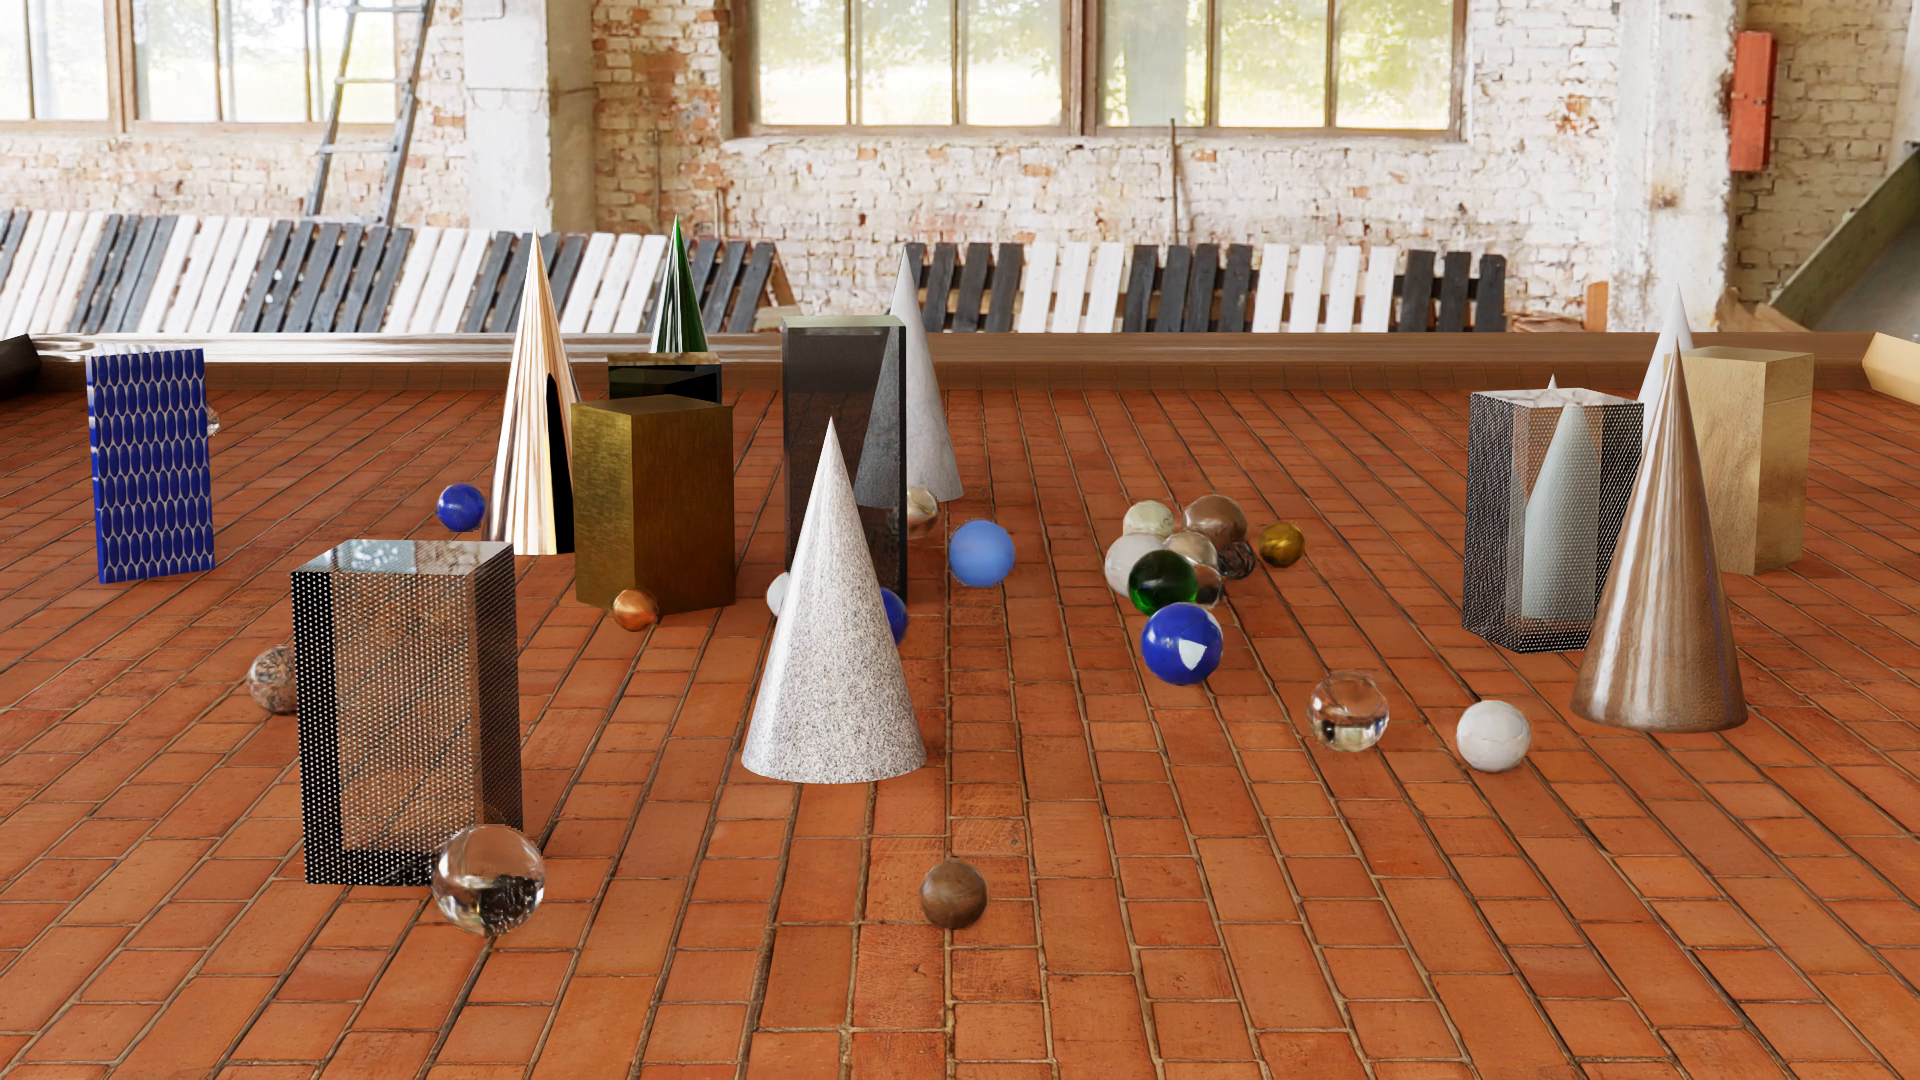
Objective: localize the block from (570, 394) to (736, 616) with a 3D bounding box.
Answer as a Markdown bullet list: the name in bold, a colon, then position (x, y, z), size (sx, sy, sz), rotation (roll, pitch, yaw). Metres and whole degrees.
- **block**: position (-0.418, -0.049, 3.497), size (0.158, 0.274, 0.158), rotation (-8, 13, -37)

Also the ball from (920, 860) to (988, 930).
- **ball**: position (-0.006, 0.303, 2.190), size (0.059, 0.059, 0.059), rotation (0, 10, 0)

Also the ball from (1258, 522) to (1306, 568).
- **ball**: position (0.472, 0.007, 3.763), size (0.068, 0.068, 0.068), rotation (0, 10, 0)

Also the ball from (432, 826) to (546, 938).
- **ball**: position (-0.398, 0.289, 2.170), size (0.094, 0.094, 0.094), rotation (0, 10, 0)

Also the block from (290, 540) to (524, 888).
- **block**: position (-0.504, 0.156, 2.357), size (0.158, 0.287, 0.158), rotation (1, 11, 5)

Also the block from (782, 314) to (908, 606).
- **block**: position (-0.160, -0.111, 3.534), size (0.158, 0.383, 0.158), rotation (-1, 11, -7)

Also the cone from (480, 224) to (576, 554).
- **cone**: position (-0.642, -0.237, 3.919), size (0.198, 0.490, 0.198), rotation (0, 10, 0)

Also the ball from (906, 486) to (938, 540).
- **ball**: position (-0.075, -0.042, 3.957), size (0.084, 0.084, 0.084), rotation (0, 10, 0)

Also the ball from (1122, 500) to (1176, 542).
- **ball**: position (0.285, -0.019, 3.866), size (0.081, 0.081, 0.081), rotation (0, 10, 0)

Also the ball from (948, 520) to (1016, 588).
- **ball**: position (0.030, 0.019, 3.622), size (0.095, 0.095, 0.095), rotation (0, 10, 0)

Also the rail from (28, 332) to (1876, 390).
- **rail**: position (-0.014, -0.402, 5.797), size (4.189, 0.129, 0.045), rotation (0, 10, 0)

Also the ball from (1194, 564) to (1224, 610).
- **ball**: position (0.324, 0.065, 3.458), size (0.064, 0.064, 0.064), rotation (0, 10, 0)

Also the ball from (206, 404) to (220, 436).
- **ball**: position (-1.500, -0.236, 5.070), size (0.070, 0.070, 0.070), rotation (0, 10, 0)

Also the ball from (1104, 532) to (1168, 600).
- **ball**: position (0.246, 0.036, 3.531), size (0.094, 0.094, 0.094), rotation (0, 10, 0)

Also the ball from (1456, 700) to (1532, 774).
- **ball**: position (0.556, 0.204, 2.672), size (0.077, 0.077, 0.077), rotation (0, 10, 0)

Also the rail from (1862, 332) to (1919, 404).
- **rail**: position (2.071, 0.031, 3.461), size (0.045, 0.129, 4.824), rotation (0, 10, 0)

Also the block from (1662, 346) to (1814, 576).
- **block**: position (1.142, -0.121, 3.789), size (0.158, 0.310, 0.158), rotation (10, 14, 42)

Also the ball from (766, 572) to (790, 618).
- **ball**: position (-0.221, 0.075, 3.390), size (0.069, 0.069, 0.069), rotation (0, 10, 0)

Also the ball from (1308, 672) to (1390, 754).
- **ball**: position (0.416, 0.185, 2.750), size (0.087, 0.087, 0.087), rotation (0, 10, 0)

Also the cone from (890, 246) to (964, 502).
- **cone**: position (-0.092, -0.288, 4.374), size (0.198, 0.426, 0.198), rotation (0, 10, 0)

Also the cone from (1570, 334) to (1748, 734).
- **cone**: position (0.797, -0.016, 2.889), size (0.198, 0.431, 0.198), rotation (0, 10, 0)

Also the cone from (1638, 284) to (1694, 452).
- **cone**: position (1.255, -0.278, 4.517), size (0.198, 0.354, 0.198), rotation (0, 10, 0)

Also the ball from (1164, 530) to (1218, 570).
- **ball**: position (0.318, 0.030, 3.591), size (0.085, 0.085, 0.085), rotation (0, 10, 0)

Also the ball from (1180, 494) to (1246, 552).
- **ball**: position (0.378, -0.019, 3.820), size (0.098, 0.098, 0.098), rotation (0, 10, 0)

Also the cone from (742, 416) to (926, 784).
- **cone**: position (-0.134, 0.051, 2.699), size (0.198, 0.368, 0.198), rotation (0, 10, 0)

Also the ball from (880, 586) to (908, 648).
- **ball**: position (-0.108, 0.101, 3.197), size (0.089, 0.089, 0.089), rotation (0, 10, 0)

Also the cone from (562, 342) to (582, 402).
- **cone**: position (-0.679, -0.228, 4.277), size (0.198, 0.343, 0.198), rotation (0, 10, 0)

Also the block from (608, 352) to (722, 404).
- **block**: position (-0.429, -0.110, 3.733), size (0.158, 0.309, 0.158), rotation (-2, 11, -8)

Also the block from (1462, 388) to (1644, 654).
- **block**: position (0.755, -0.028, 3.279), size (0.158, 0.312, 0.158), rotation (-3, 11, -16)

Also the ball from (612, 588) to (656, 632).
- **ball**: position (-0.424, 0.091, 3.339), size (0.057, 0.057, 0.057), rotation (0, 10, 0)

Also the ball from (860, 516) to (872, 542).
- **ball**: position (-0.159, -0.014, 3.934), size (0.046, 0.046, 0.046), rotation (0, 10, 0)

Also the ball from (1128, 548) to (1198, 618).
- **ball**: position (0.269, 0.059, 3.401), size (0.094, 0.094, 0.094), rotation (0, 10, 0)

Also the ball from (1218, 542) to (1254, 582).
- **ball**: position (0.394, 0.031, 3.667), size (0.055, 0.055, 0.055), rotation (0, 10, 0)

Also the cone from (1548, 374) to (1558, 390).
- **cone**: position (0.810, -0.074, 3.531), size (0.198, 0.312, 0.198), rotation (0, 10, 0)

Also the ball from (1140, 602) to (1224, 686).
- **ball**: position (0.264, 0.123, 3.048), size (0.099, 0.099, 0.099), rotation (0, 10, 0)

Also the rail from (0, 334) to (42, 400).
- **rail**: position (-2.071, 0.035, 3.437), size (0.045, 0.129, 4.824), rotation (0, 10, 0)

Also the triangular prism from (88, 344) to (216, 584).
- **triangular prism**: position (-1.204, -0.118, 3.732), size (0.171, 0.325, 0.148), rotation (-9, 14, -39)

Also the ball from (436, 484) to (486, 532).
- **ball**: position (-0.787, -0.051, 4.052), size (0.077, 0.077, 0.077), rotation (0, 10, 0)

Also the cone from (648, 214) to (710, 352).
- **cone**: position (-0.543, -0.408, 4.958), size (0.198, 0.449, 0.198), rotation (0, 10, 0)

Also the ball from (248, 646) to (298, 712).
- **ball**: position (-0.772, 0.159, 2.921), size (0.075, 0.075, 0.075), rotation (0, 10, 0)
